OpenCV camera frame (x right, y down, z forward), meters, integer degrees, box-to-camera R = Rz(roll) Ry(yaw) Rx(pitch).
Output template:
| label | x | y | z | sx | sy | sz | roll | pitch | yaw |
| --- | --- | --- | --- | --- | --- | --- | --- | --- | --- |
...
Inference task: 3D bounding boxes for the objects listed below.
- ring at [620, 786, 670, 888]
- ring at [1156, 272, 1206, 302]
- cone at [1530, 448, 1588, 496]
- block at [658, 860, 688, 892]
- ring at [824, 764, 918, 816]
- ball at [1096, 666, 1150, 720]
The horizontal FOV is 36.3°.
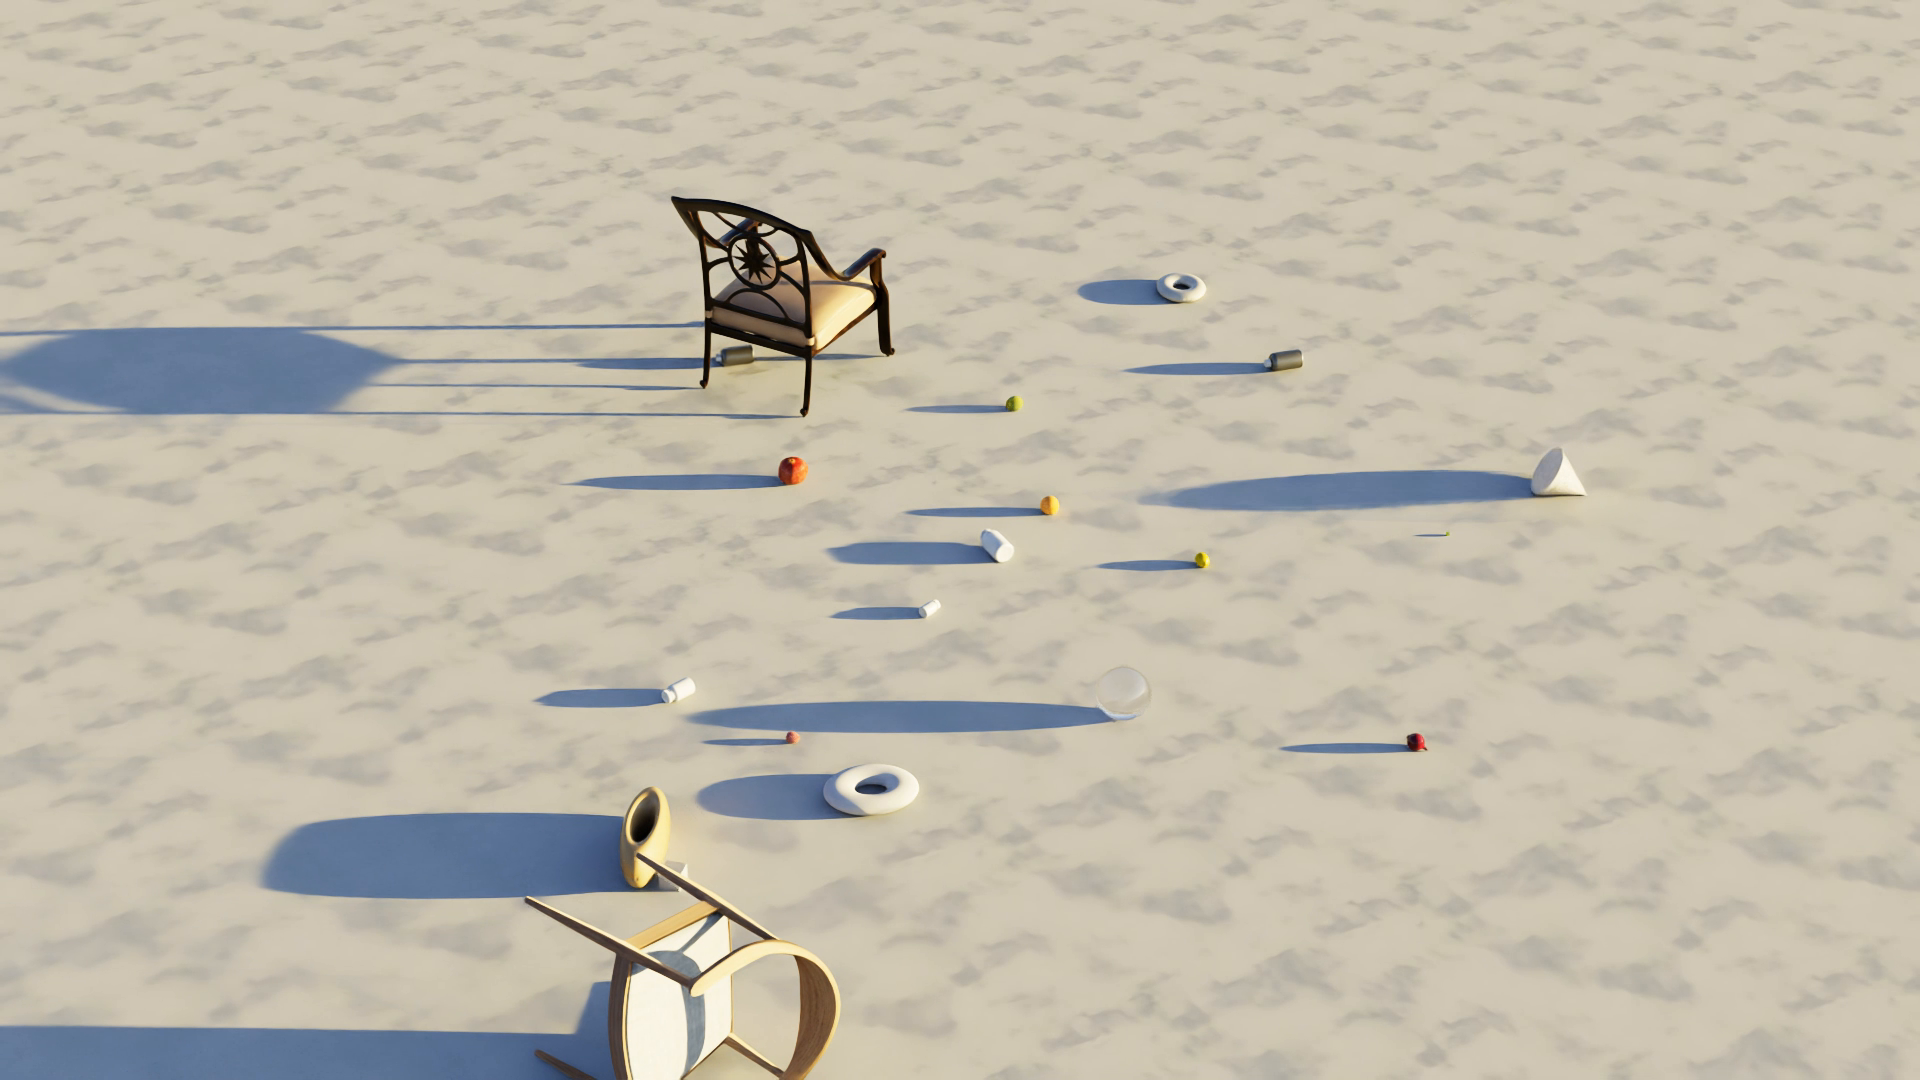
| label | x | y | z | sx | sy | sz | roll | pitch | yaw |
| --- | --- | --- | --- | --- | --- | --- | --- | --- | --- |
| ring | -1.007 | 0.948 | 9.375 | 0.150 | 0.147 | 0.435 | 0 | 32 | 5 |
| ring | 0.946 | -1.081 | 12.543 | 0.211 | 0.046 | 0.230 | -5 | 34 | -8 |
| cone | 2.318 | -0.219 | 11.192 | 0.187 | 0.197 | 0.299 | 31 | 13 | -8 |
| block | -0.908 | 1.063 | 9.280 | 0.068 | 0.056 | 0.075 | 8 | 34 | 12 |
| ring | -0.293 | 0.821 | 9.647 | 0.317 | 0.058 | 0.242 | -5 | 34 | -8 |
| ball | 0.556 | 0.523 | 9.982 | 0.185 | 0.185 | 0.185 | 0 | 33 | 0 |
